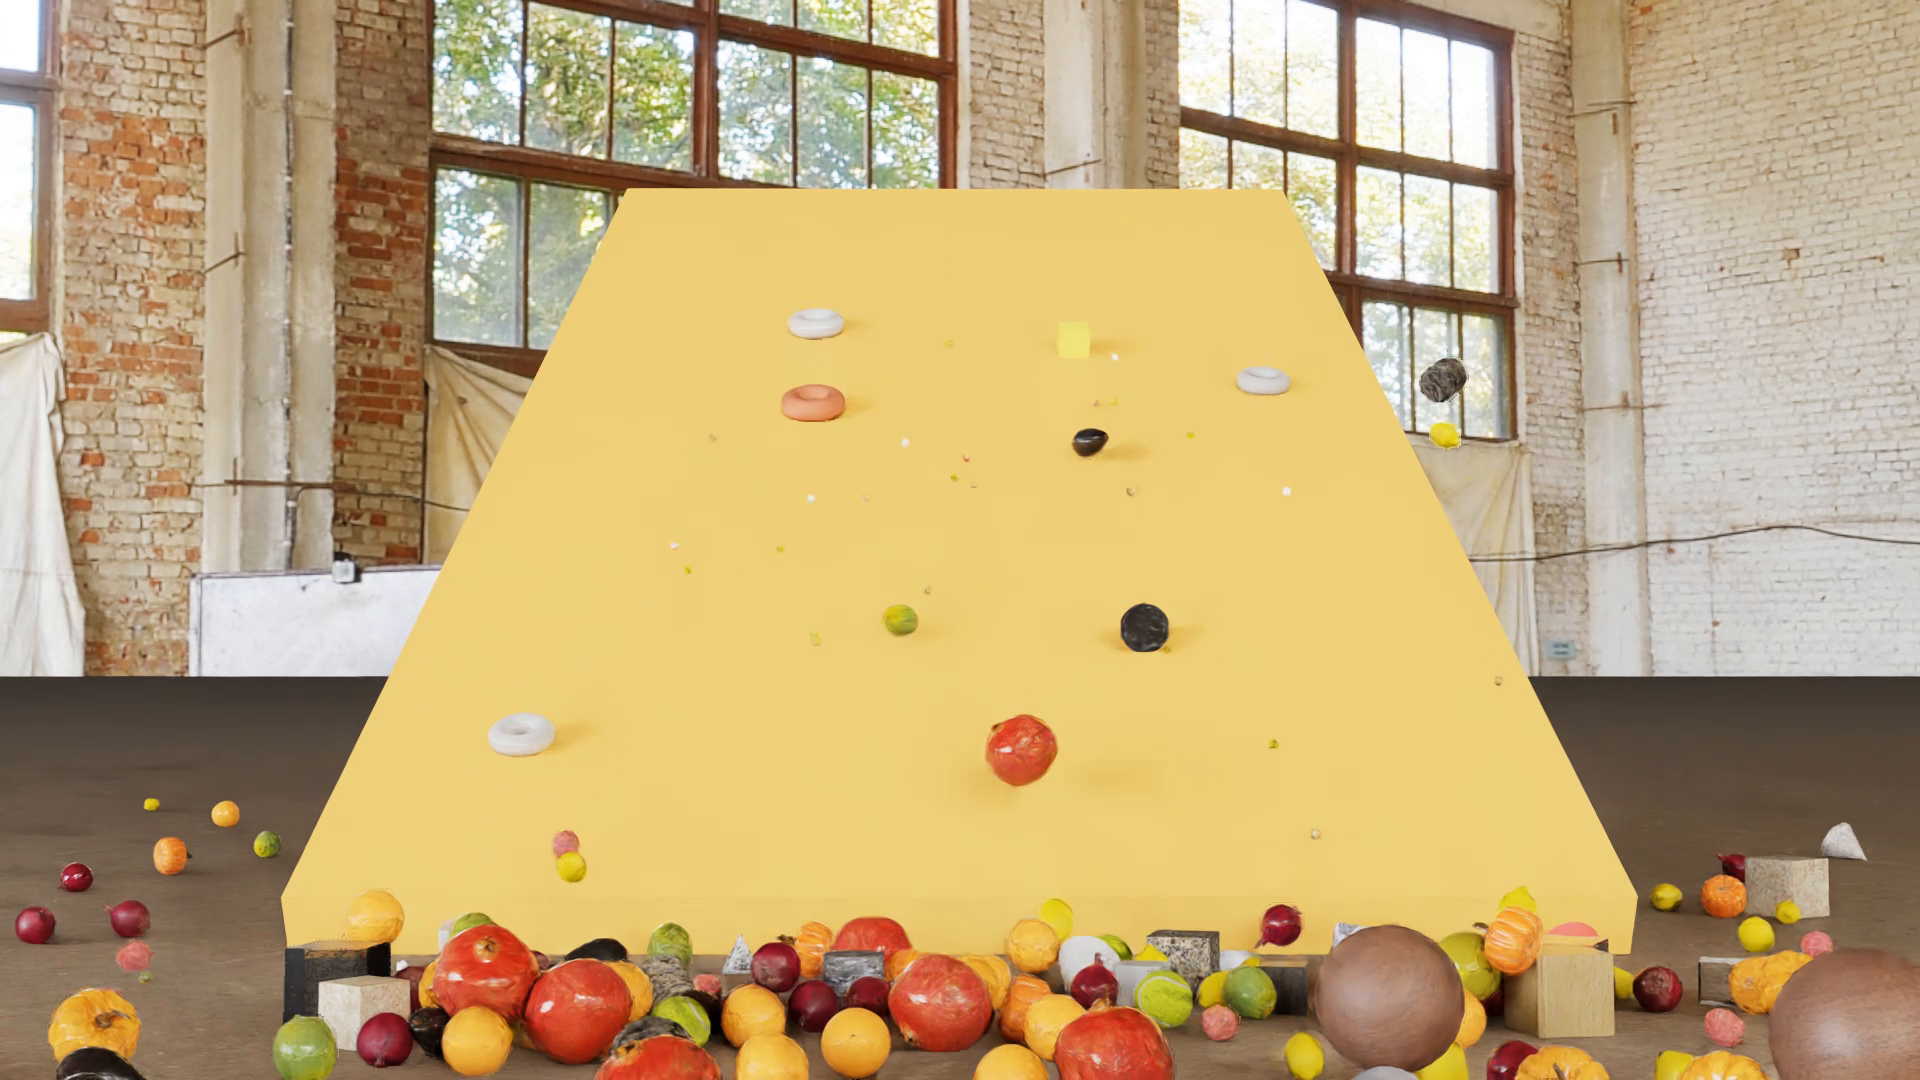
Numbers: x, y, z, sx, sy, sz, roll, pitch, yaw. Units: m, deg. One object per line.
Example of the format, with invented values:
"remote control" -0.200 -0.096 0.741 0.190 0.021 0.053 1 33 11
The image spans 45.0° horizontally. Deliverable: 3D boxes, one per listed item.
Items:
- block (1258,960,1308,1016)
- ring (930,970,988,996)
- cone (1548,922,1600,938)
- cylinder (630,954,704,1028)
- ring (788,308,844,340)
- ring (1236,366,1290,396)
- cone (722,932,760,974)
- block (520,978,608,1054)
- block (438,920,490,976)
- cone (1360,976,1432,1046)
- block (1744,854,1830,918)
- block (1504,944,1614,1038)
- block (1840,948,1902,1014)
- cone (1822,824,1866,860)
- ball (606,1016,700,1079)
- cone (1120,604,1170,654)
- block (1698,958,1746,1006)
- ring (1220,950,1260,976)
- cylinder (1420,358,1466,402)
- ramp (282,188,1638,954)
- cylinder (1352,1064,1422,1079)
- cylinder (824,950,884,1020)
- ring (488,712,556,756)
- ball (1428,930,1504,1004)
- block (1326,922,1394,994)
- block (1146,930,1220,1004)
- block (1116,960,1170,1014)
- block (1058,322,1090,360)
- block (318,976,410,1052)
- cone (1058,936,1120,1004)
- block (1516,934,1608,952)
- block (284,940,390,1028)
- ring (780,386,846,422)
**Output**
"block" 0.401 0.557 2.885 0.059 0.059 0.059 -1 -3 11
"ring" -0.002 0.583 3.048 0.077 0.026 0.077 1 -2 0
"cone" 0.823 0.574 3.061 0.100 0.100 0.100 1 23 -15
"cylinder" -0.341 0.529 2.700 0.066 0.066 0.066 2 35 -37
"ring" -0.362 -0.541 5.808 0.142 0.047 0.142 -1 25 0
"ring" 0.709 -0.373 5.434 0.126 0.042 0.126 1 23 0
"cone" -0.308 0.579 3.259 0.056 0.056 0.056 0 -3 0
"block" -0.446 0.535 2.613 0.072 0.072 0.072 3 -4 -39
"block" -0.689 0.567 3.230 0.064 0.064 0.064 1 3 -7
"cone" 0.484 0.555 2.666 0.082 0.082 0.082 2 -30 -31
"block" 1.434 0.601 4.024 0.098 0.098 0.098 2 -4 -34
"block" 0.705 0.530 2.733 0.094 0.094 0.094 1 -3 -11
"block" 1.136 0.550 2.895 0.055 0.055 0.055 26 6 21
"cone" 1.995 0.695 5.188 0.090 0.090 0.090 2 23 -30
"ball" -0.296 0.505 2.238 0.089 0.089 0.089 0 -3 0
"cone" 0.330 0.161 4.210 0.090 0.090 0.090 0 -3 -3
"block" 0.973 0.564 2.962 0.053 0.053 0.053 -1 -3 23
"ring" 0.381 0.593 3.251 0.084 0.028 0.084 -1 -2 0
"cylinder" 1.155 -0.383 5.546 0.087 0.087 0.087 -2 18 32
"ramp" -0.008 -0.227 5.273 2.000 0.100 4.000 0 24 0
"cylinder" 0.349 0.491 1.945 0.085 0.085 0.085 -2 0 26
"cylinder" -0.131 0.547 2.855 0.075 0.075 0.075 0 -3 0
"ring" -0.724 0.322 3.840 0.110 0.037 0.110 0 25 0
"ball" 0.593 0.501 2.721 0.085 0.085 0.085 0 -3 0
"block" 0.516 0.540 2.993 0.074 0.074 0.074 8 -15 9
"block" 0.290 0.552 3.007 0.082 0.082 0.082 -1 -3 15
"block" 0.229 0.558 2.900 0.058 0.058 0.058 -1 -3 17
"block" 0.277 -0.487 5.656 0.071 0.071 0.071 -1 24 -3
"block" -0.676 0.536 2.633 0.071 0.071 0.071 -2 -4 36
"cone" 0.154 0.572 2.988 0.089 0.089 0.089 -2 23 25
"block" 0.741 0.538 2.852 0.092 0.092 0.092 -2 -4 28
"block" -0.751 0.535 2.798 0.092 0.092 0.092 -1 -3 11
"ring" -0.335 -0.312 5.279 0.149 0.050 0.149 -1 24 0
